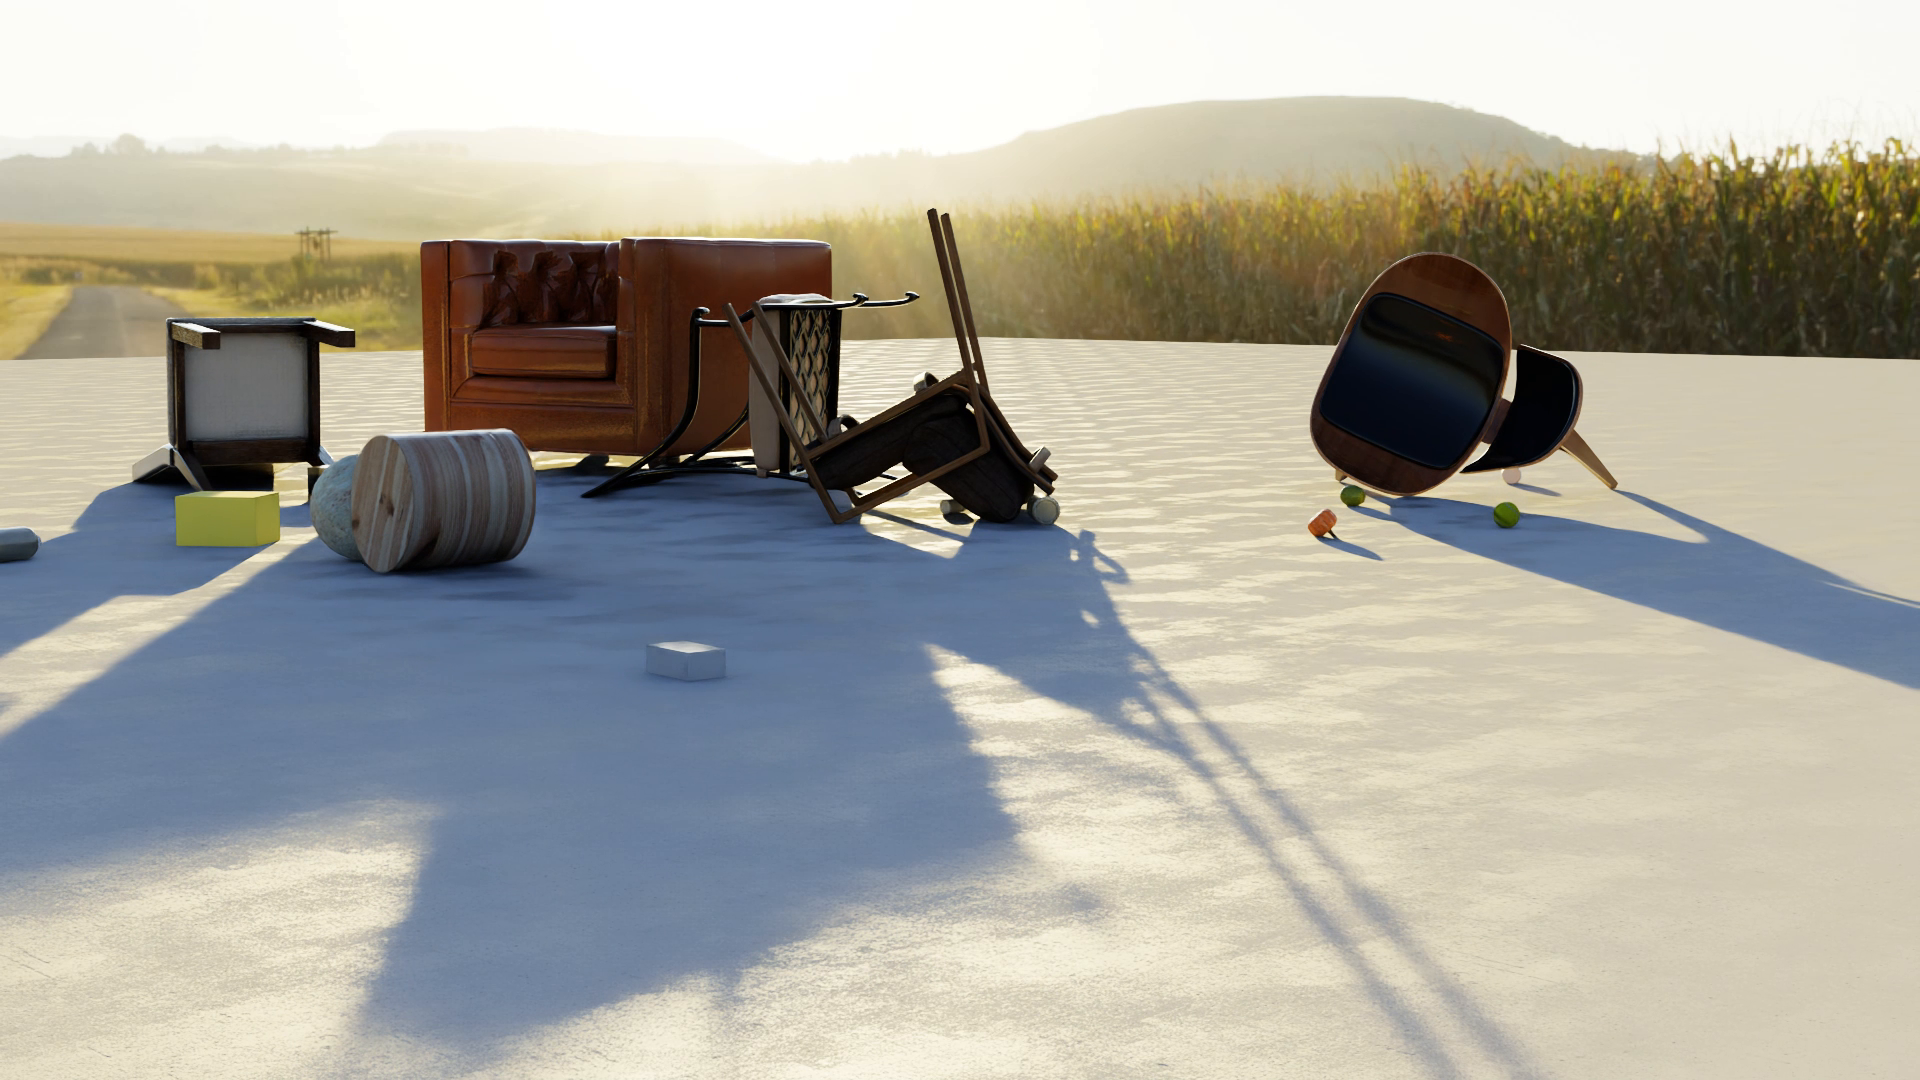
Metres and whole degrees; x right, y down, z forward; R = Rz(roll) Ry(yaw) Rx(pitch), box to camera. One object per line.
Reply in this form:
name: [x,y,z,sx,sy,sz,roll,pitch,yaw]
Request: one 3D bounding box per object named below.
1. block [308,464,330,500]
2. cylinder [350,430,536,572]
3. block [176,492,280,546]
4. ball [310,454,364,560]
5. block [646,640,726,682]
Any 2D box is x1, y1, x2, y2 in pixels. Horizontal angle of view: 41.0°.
block: [-1.835,-0.167,7.561,0.131,0.098,0.110,2,6,15]
cylinder: [-1.163,-0.090,5.778,0.312,0.314,0.273,-5,31,-42]
block: [-1.807,-0.053,6.336,0.202,0.121,0.157,1,6,7]
ball: [-1.378,-0.077,5.942,0.249,0.249,0.249,0,6,0]
block: [-0.454,0.200,4.248,0.074,0.047,0.124,-5,8,-39]
